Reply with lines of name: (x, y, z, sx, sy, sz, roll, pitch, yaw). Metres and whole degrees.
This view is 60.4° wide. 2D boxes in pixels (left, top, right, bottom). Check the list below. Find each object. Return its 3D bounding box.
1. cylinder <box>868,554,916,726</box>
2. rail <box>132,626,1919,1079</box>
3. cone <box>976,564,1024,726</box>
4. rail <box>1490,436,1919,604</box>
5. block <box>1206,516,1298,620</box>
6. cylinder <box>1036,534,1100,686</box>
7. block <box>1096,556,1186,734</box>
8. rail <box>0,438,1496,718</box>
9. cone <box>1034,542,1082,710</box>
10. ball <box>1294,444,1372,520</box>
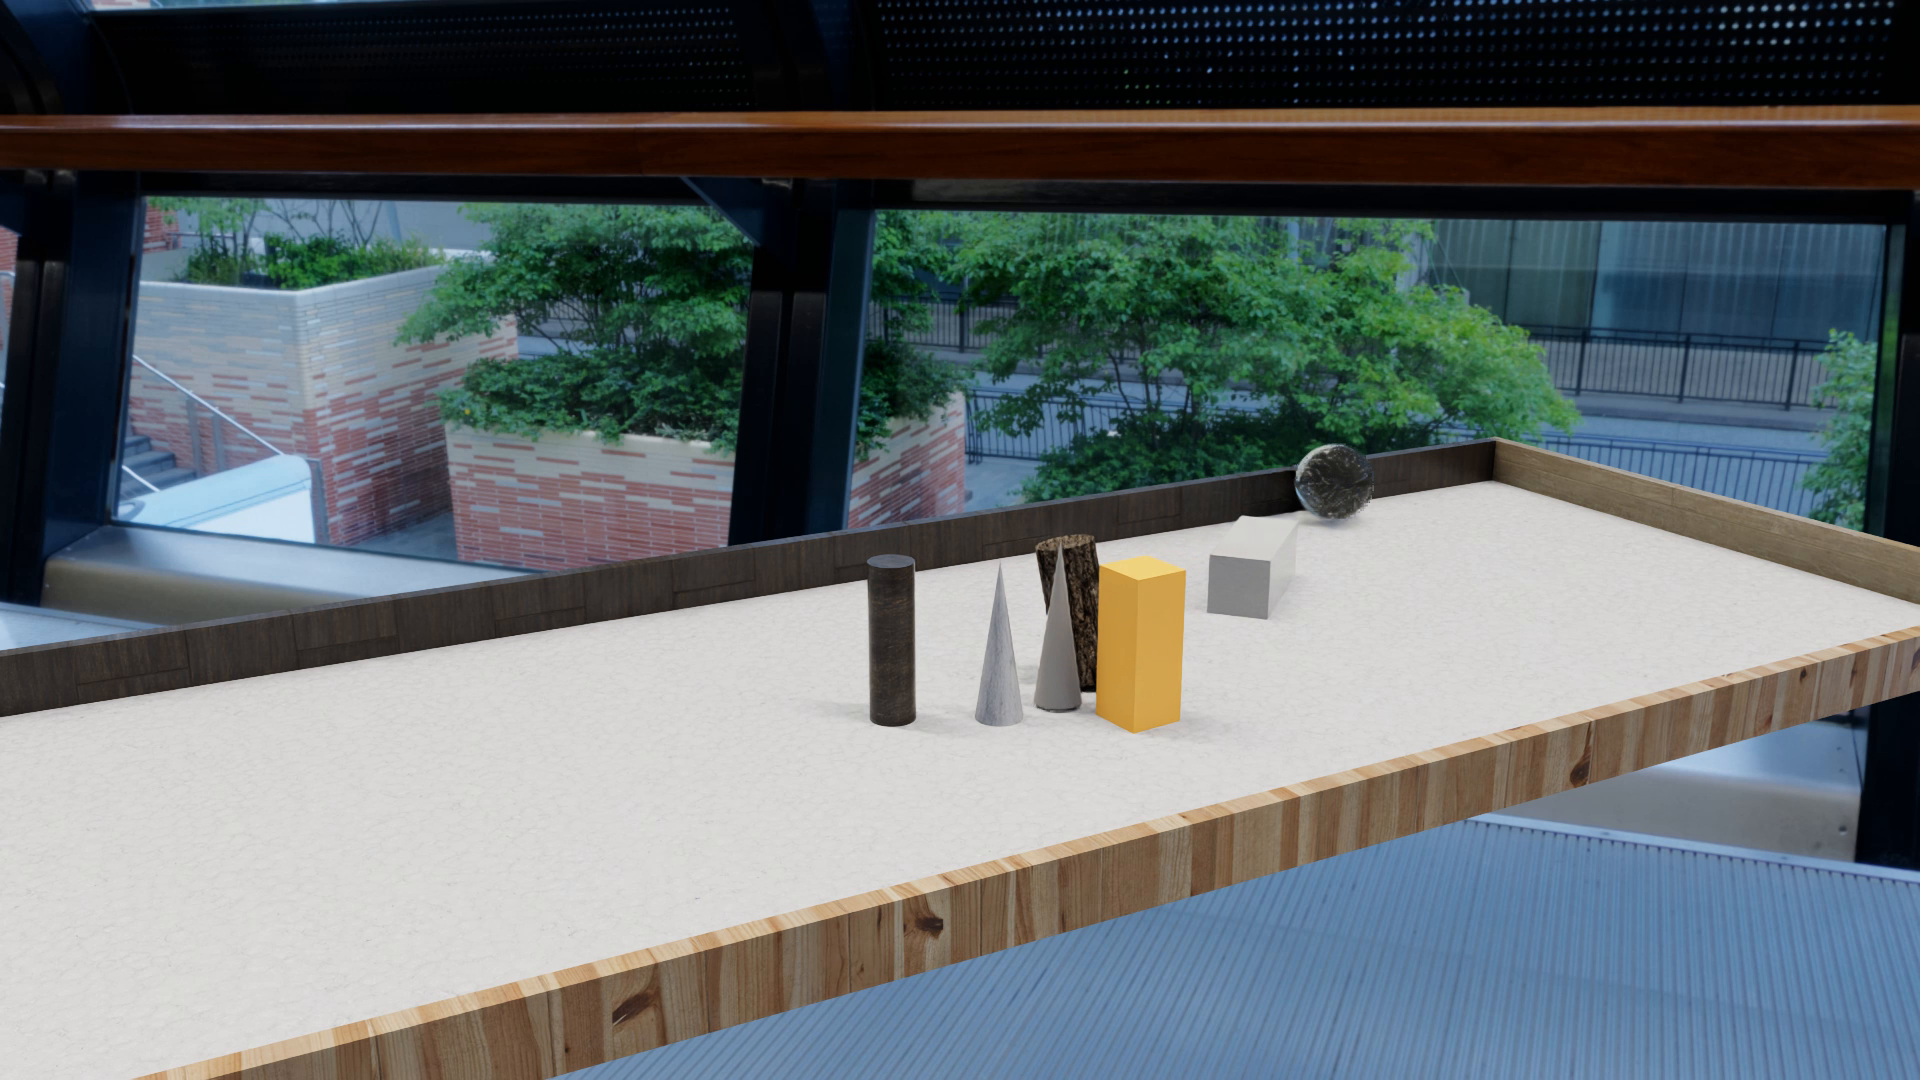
cylinder: (-0.159, 0.236, 3.863, 0.111, 0.389, 0.111, 0, 16, 0)
rail: (-2.336, 1.006, 1.665, 12.000, 0.150, 0.050, -9, 18, -27)
cone: (0.093, 0.233, 3.866, 0.116, 0.392, 0.116, 0, 16, 0)
rail: (2.466, -0.048, 5.253, 0.050, 0.150, 2.100, -9, 18, -27)
block: (0.855, 0.074, 4.799, 0.171, 0.171, 0.437, 6, 17, 20)
cylinder: (0.289, 0.175, 4.100, 0.148, 0.350, 0.148, -10, 12, 2)
block: (0.422, 0.243, 3.866, 0.141, 0.374, 0.141, -11, 19, -32)
rail: (-3.305, 0.497, 3.399, 12.000, 0.150, 0.050, -9, 18, -27)
cone: (0.238, 0.194, 3.960, 0.118, 0.405, 0.118, 0, 12, 0)
ball: (1.259, -0.196, 5.567, 0.256, 0.256, 0.256, 0, 16, 0)
